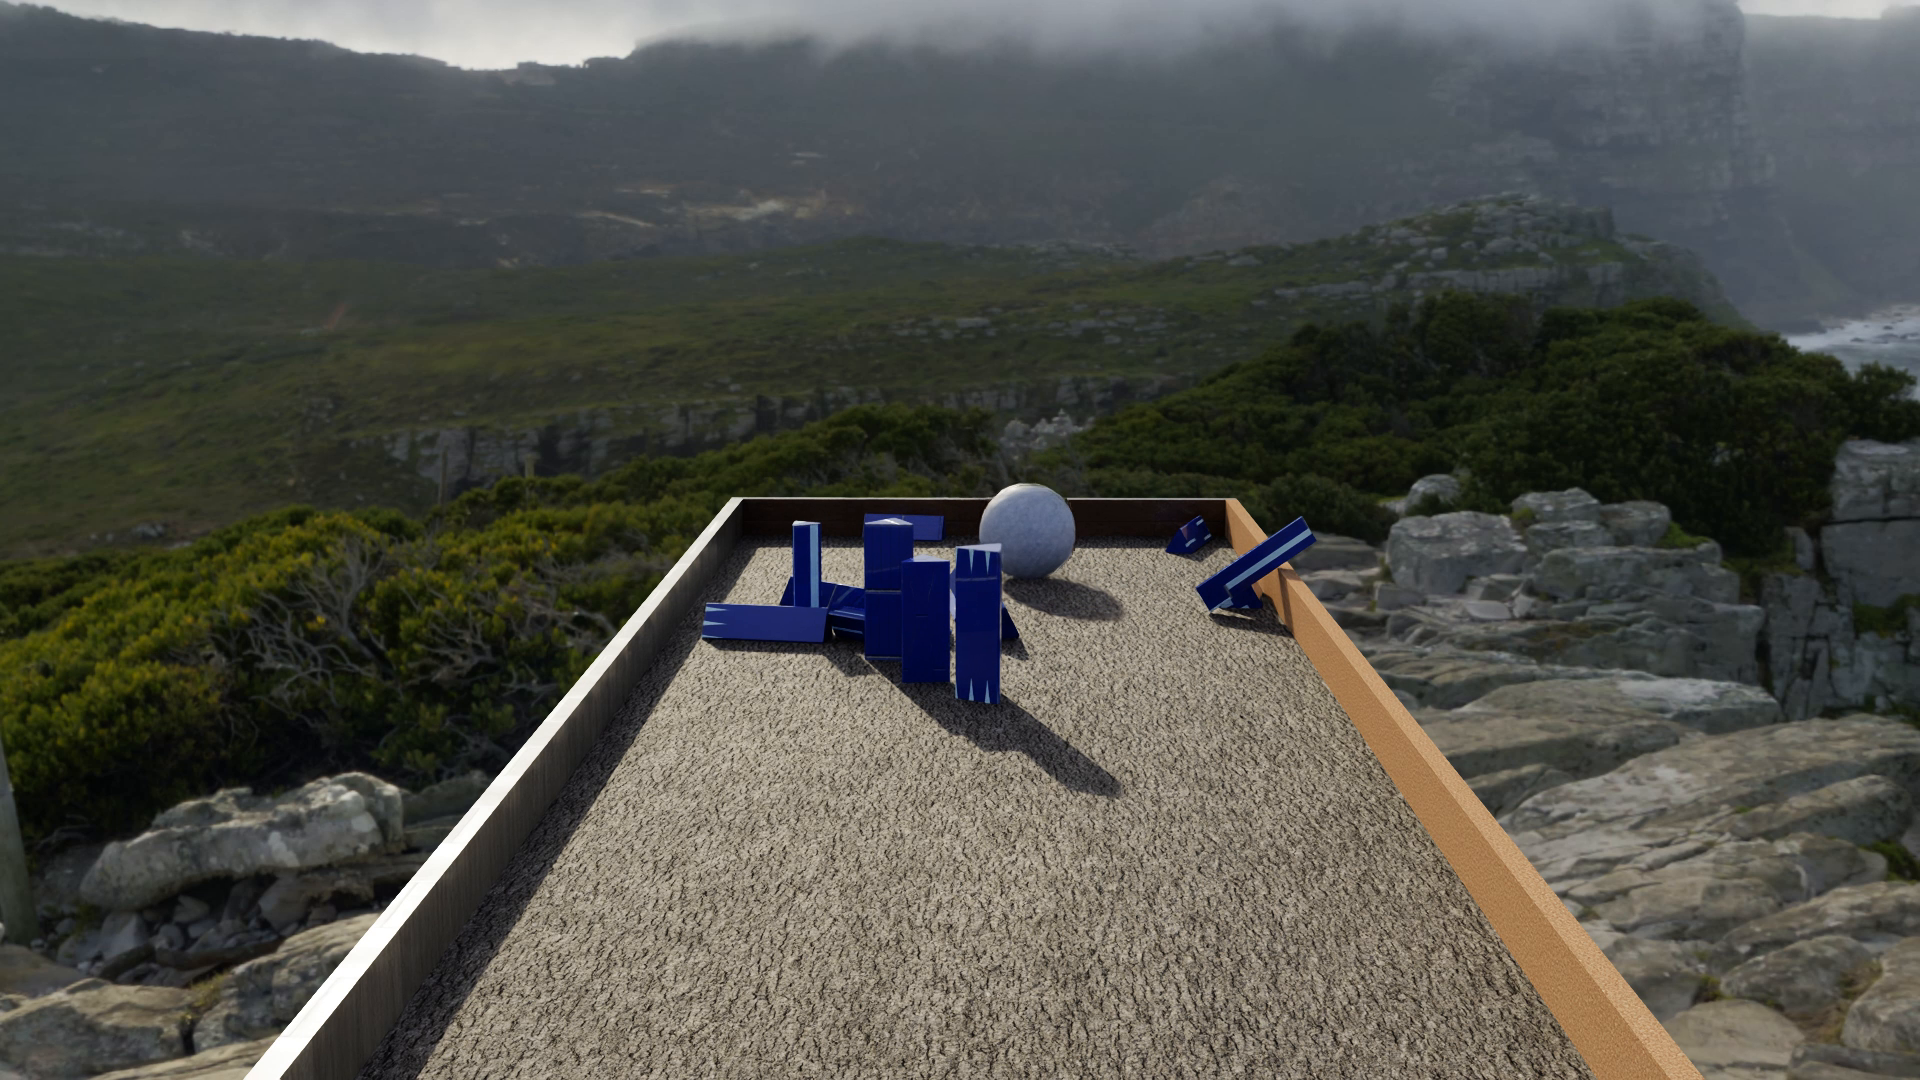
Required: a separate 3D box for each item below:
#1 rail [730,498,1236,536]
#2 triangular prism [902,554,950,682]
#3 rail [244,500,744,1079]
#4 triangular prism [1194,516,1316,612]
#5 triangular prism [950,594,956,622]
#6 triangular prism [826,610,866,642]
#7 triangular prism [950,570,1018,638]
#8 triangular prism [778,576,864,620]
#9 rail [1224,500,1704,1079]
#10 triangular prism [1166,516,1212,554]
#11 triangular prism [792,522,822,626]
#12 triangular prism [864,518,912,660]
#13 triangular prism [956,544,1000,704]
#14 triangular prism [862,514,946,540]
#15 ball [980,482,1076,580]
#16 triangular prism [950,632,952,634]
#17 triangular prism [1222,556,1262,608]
[{"bbox_3d":[0.099,-0.098,9.147,2.100,0.150,0.050,0,9,1],"label":"rail"},{"bbox_3d":[-0.104,0.228,6.431,0.139,0.356,0.120,-1,9,-5],"label":"triangular prism"},{"bbox_3d":[-1.004,0.839,3.234,0.050,0.150,12.000,0,9,1],"label":"rail"},{"bbox_3d":[0.990,0.066,7.454,0.436,0.094,0.109,-34,51,-2],"label":"triangular prism"},{"bbox_3d":[0.042,0.179,7.441,0.151,0.131,0.313,-1,9,-6],"label":"triangular prism"},{"bbox_3d":[-0.268,0.268,6.923,0.361,0.096,0.083,8,-19,41],"label":"triangular prism"},{"bbox_3d":[0.079,0.172,7.110,0.139,0.121,0.332,-4,35,-20],"label":"triangular prism"},{"bbox_3d":[-0.424,0.200,7.365,0.414,0.114,0.131,8,12,42],"label":"triangular prism"},{"bbox_3d":[1.046,0.843,3.208,0.050,0.150,12.000,0,9,1],"label":"rail"},{"bbox_3d":[0.926,-0.026,8.856,0.110,0.095,0.388,3,10,18],"label":"triangular prism"},{"bbox_3d":[-0.521,0.109,7.245,0.102,0.337,0.088,-5,10,-29],"label":"triangular prism"},{"bbox_3d":[-0.209,0.149,6.727,0.148,0.420,0.128,1,9,6],"label":"triangular prism"},{"bbox_3d":[0.081,0.230,6.181,0.143,0.431,0.124,6,11,33],"label":"triangular prism"},{"bbox_3d":[-0.229,-0.057,9.042,0.332,0.096,0.111,1,9,11],"label":"triangular prism"},{"bbox_3d":[0.249,-0.033,8.088,0.354,0.354,0.354,0,9,0],"label":"ball"},{"bbox_3d":[-0.138,0.223,7.227,0.129,0.112,0.345,-3,9,-17],"label":"triangular prism"},{"bbox_3d":[0.981,0.141,7.679,0.151,0.131,0.315,1,9,7],"label":"triangular prism"}]
